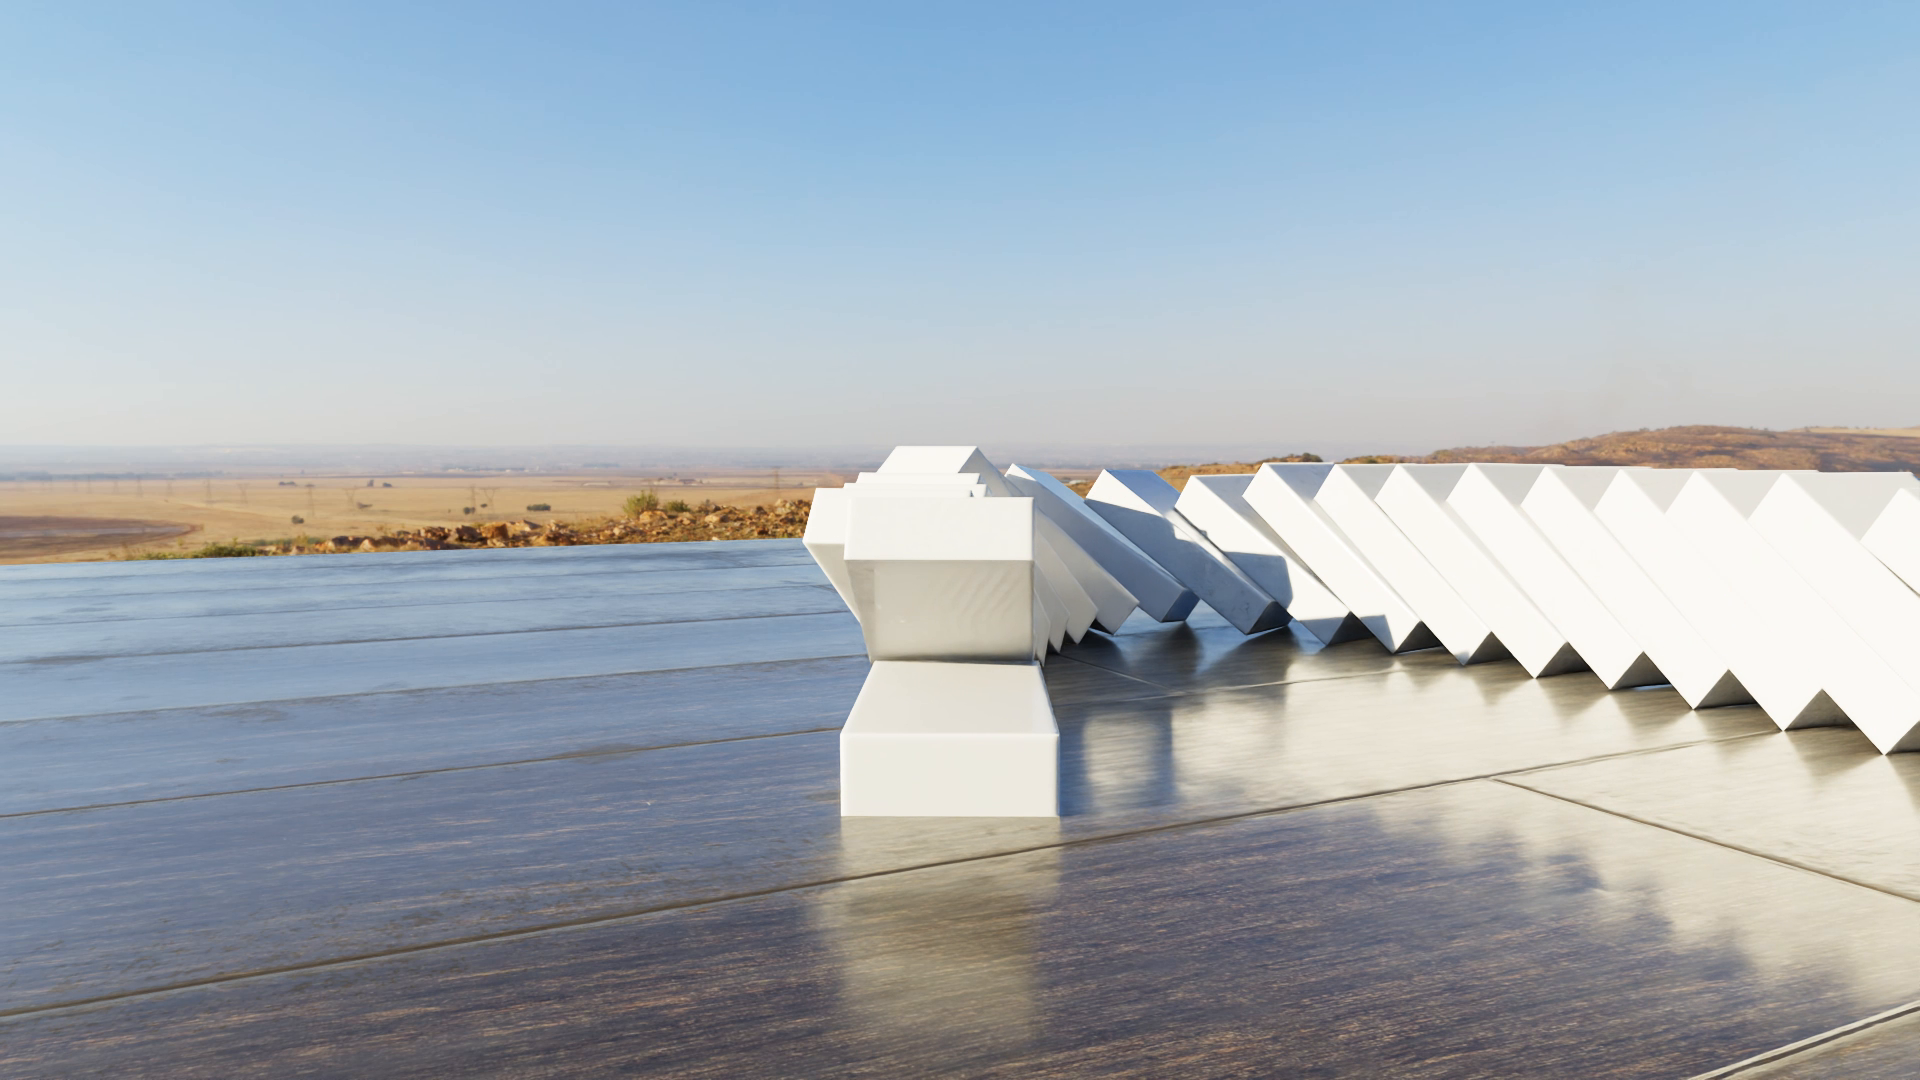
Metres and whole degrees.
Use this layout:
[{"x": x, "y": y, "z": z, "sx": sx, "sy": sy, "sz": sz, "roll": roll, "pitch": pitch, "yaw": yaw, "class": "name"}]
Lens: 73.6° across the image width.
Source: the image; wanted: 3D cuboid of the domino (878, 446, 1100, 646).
[{"x": 0.006, "y": 0.001, "z": 0.270, "sx": 0.025, "sy": 0.009, "sz": 0.050, "roll": 5, "pitch": -38, "yaw": 49, "class": "domino"}]

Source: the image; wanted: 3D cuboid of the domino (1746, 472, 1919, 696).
[{"x": 0.139, "y": 0.010, "z": 0.179, "sx": 0.025, "sy": 0.009, "sz": 0.050, "roll": -1, "pitch": 42, "yaw": -16, "class": "domino"}]

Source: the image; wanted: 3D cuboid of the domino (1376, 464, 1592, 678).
[{"x": 0.107, "y": 0.004, "z": 0.252, "sx": 0.025, "sy": 0.010, "sz": 0.050, "roll": -2, "pitch": 43, "yaw": -28, "class": "domino"}]

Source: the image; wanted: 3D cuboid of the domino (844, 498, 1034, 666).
[{"x": -0.002, "y": 0.011, "z": 0.192, "sx": 0.025, "sy": 0.009, "sz": 0.050, "roll": 0, "pitch": -29, "yaw": 3, "class": "domino"}]

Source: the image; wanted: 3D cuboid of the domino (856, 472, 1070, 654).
[{"x": 0.001, "y": 0.005, "z": 0.249, "sx": 0.025, "sy": 0.009, "sz": 0.050, "roll": 2, "pitch": -31, "yaw": 28, "class": "domino"}]

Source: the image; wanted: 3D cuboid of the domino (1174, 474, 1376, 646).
[{"x": 0.075, "y": 0.003, "z": 0.291, "sx": 0.025, "sy": 0.010, "sz": 0.050, "roll": -4, "pitch": 39, "yaw": -41, "class": "domino"}]

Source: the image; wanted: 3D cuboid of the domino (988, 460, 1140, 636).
[{"x": 0.015, "y": 0.000, "z": 0.288, "sx": 0.050, "sy": 0.009, "sz": 0.025, "roll": 42, "pitch": -8, "yaw": -13, "class": "domino"}]

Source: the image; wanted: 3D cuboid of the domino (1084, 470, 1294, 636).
[{"x": 0.055, "y": 0.002, "z": 0.300, "sx": 0.050, "sy": 0.009, "sz": 0.025, "roll": 42, "pitch": 24, "yaw": 26, "class": "domino"}]

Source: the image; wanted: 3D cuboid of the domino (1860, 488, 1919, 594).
[{"x": 0.144, "y": 0.012, "z": 0.161, "sx": 0.025, "sy": 0.009, "sz": 0.050, "roll": -1, "pitch": 40, "yaw": -15, "class": "domino"}]

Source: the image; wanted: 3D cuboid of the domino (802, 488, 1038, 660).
[{"x": -0.005, "y": 0.009, "z": 0.213, "sx": 0.025, "sy": 0.010, "sz": 0.050, "roll": 1, "pitch": -29, "yaw": 17, "class": "domino"}]

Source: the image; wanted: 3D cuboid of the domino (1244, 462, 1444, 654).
[{"x": 0.087, "y": 0.003, "z": 0.278, "sx": 0.025, "sy": 0.009, "sz": 0.050, "roll": -3, "pitch": 43, "yaw": -37, "class": "domino"}]

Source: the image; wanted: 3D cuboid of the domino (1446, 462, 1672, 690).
[{"x": 0.117, "y": 0.005, "z": 0.239, "sx": 0.025, "sy": 0.010, "sz": 0.050, "roll": -1, "pitch": 42, "yaw": -24, "class": "domino"}]

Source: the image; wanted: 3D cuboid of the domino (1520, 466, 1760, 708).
[{"x": 0.124, "y": 0.007, "z": 0.224, "sx": 0.025, "sy": 0.009, "sz": 0.050, "roll": -1, "pitch": 42, "yaw": -19, "class": "domino"}]

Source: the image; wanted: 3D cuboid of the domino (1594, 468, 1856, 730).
[{"x": 0.130, "y": 0.008, "z": 0.209, "sx": 0.025, "sy": 0.010, "sz": 0.050, "roll": -1, "pitch": 42, "yaw": -16, "class": "domino"}]

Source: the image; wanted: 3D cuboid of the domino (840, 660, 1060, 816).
[{"x": -0.001, "y": 0.025, "z": 0.171, "sx": 0.025, "sy": 0.010, "sz": 0.050, "roll": 0, "pitch": 4, "yaw": 1, "class": "domino"}]

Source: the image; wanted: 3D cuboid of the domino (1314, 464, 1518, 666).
[{"x": 0.099, "y": 0.004, "z": 0.265, "sx": 0.025, "sy": 0.009, "sz": 0.050, "roll": -2, "pitch": 43, "yaw": -30, "class": "domino"}]

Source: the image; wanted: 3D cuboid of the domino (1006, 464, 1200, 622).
[{"x": 0.033, "y": 0.001, "z": 0.305, "sx": 0.050, "sy": 0.010, "sz": 0.025, "roll": 38, "pitch": 12, "yaw": 20, "class": "domino"}]

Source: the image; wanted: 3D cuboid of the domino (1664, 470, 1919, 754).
[{"x": 0.134, "y": 0.009, "z": 0.194, "sx": 0.025, "sy": 0.010, "sz": 0.050, "roll": -1, "pitch": 42, "yaw": -16, "class": "domino"}]

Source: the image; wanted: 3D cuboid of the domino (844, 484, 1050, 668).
[{"x": -0.002, "y": 0.007, "z": 0.230, "sx": 0.025, "sy": 0.009, "sz": 0.050, "roll": 1, "pitch": -30, "yaw": 19, "class": "domino"}]
